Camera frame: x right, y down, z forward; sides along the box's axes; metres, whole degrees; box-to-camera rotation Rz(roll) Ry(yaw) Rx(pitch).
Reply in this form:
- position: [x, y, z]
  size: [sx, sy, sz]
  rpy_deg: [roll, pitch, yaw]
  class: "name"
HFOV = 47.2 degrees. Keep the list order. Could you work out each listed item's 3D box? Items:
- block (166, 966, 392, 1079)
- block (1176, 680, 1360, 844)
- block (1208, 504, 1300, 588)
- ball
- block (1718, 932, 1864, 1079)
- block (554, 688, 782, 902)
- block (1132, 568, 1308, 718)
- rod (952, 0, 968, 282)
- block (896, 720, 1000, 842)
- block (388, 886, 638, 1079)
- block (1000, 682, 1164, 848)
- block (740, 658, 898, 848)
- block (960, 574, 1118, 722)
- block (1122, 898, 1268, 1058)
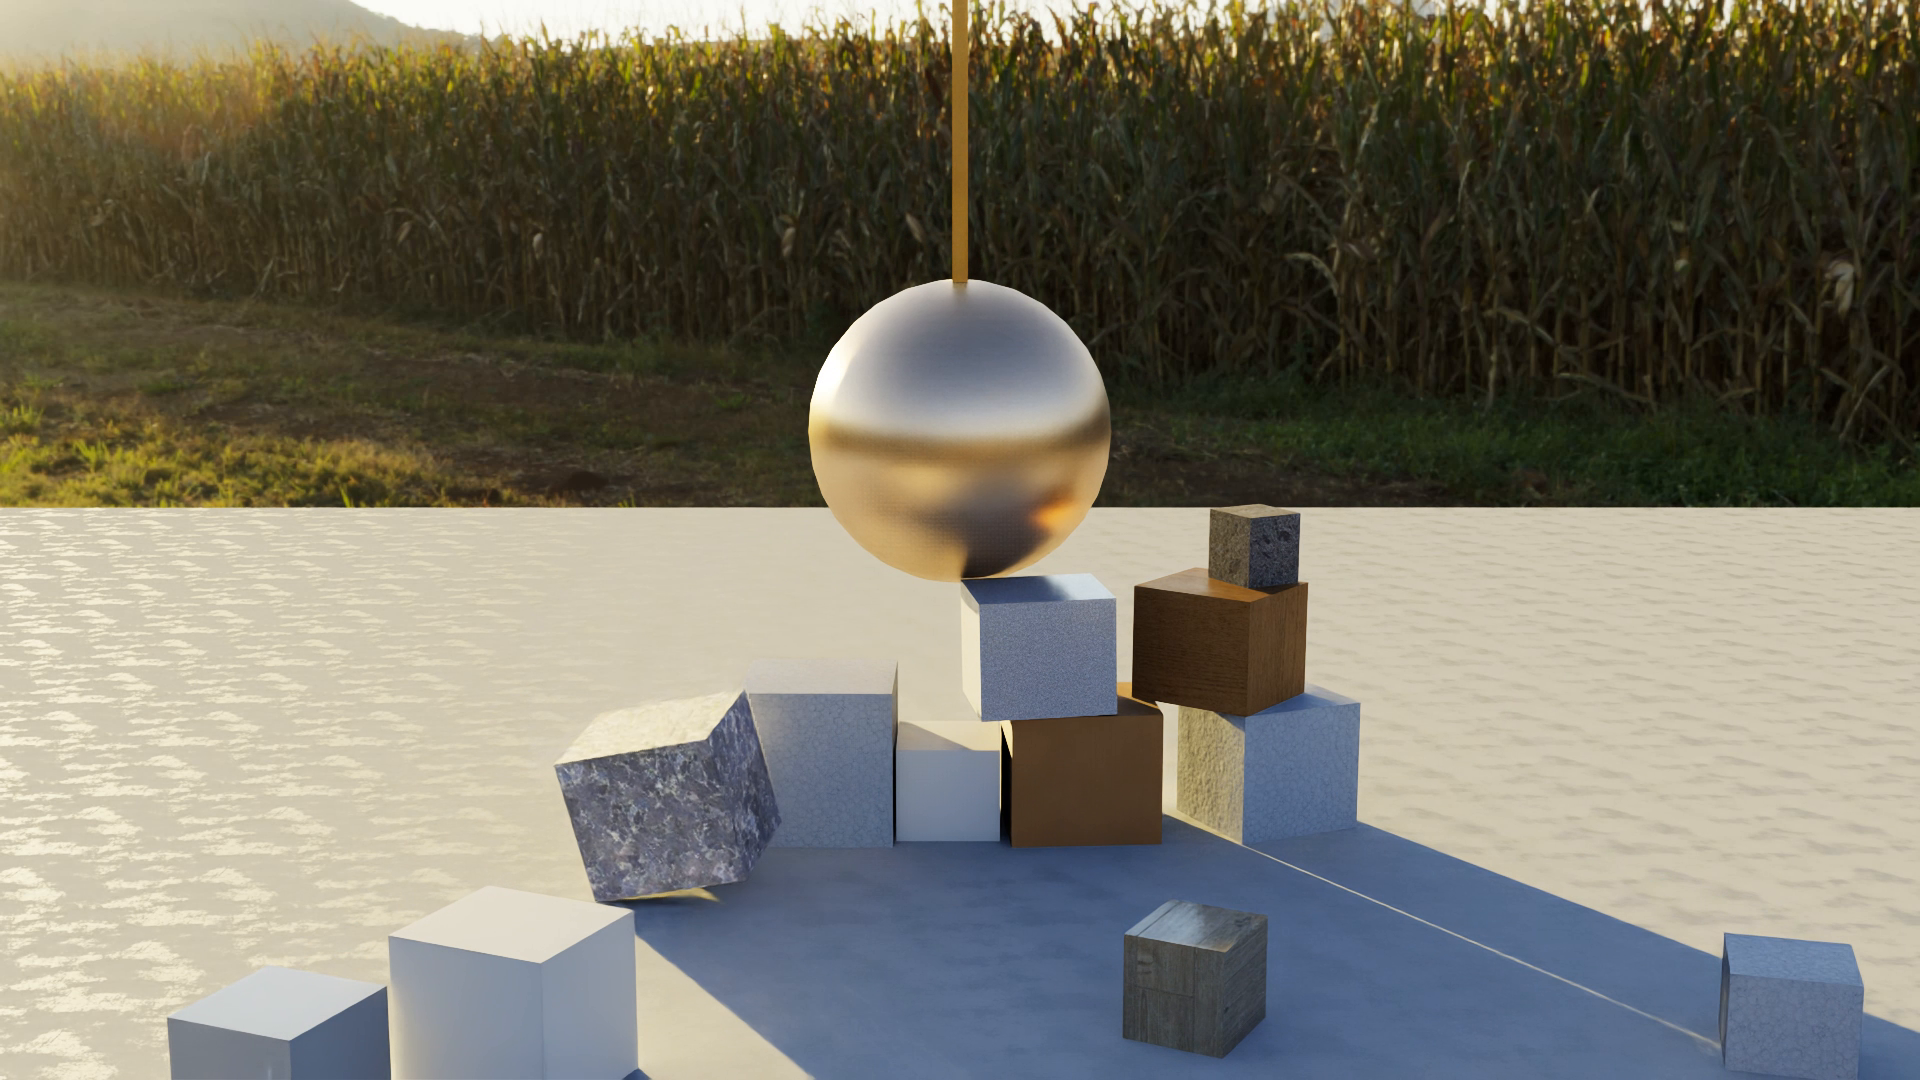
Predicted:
- position: [-2.454, 1.882, 7.964]
  size: [0.537, 0.447, 0.541]
  rpy_deg: [4, 11, 22]
  class: "block"
- position: [1.602, 1.133, 11.477]
  size: [0.693, 0.665, 0.653]
  rpy_deg: [-5, 11, -24]
  class: "block"
- position: [1.522, 0.028, 11.388]
  size: [0.327, 0.363, 0.333]
  rpy_deg: [-6, 12, -31]
  class: "block"
- position: [0.000, -0.571, 11.607]
  size: [1.600, 1.600, 1.600]
  rpy_deg: [0, 10, 0]
  class: "ball"
- position: [3.217, 1.809, 8.536]
  size: [0.473, 0.387, 0.458]
  rpy_deg: [3, 11, 16]
  class: "block"
- position: [-1.366, 1.201, 10.394]
  size: [0.751, 0.703, 0.654]
  rpy_deg: [-10, 15, 14]
  class: "block"
- position: [1.343, 0.515, 11.358]
  size: [0.668, 0.586, 0.632]
  rpy_deg: [8, 13, 35]
  class: "block"
- position: [0.000, -3.850, 10.710]
  size: [0.080, 5.200, 0.080]
  rpy_deg: [0, 15, 0]
  class: "rod"
- position: [-0.061, 1.243, 11.397]
  size: [0.525, 0.477, 0.570]
  rpy_deg: [0, 10, 0]
  class: "block"
- position: [-1.664, 1.736, 8.245]
  size: [0.672, 0.634, 0.604]
  rpy_deg: [5, 11, 24]
  class: "block"
- position: [0.616, 1.150, 11.365]
  size: [0.761, 0.672, 0.694]
  rpy_deg: [-1, 10, -4]
  class: "block"
- position: [-0.717, 1.088, 11.357]
  size: [0.766, 0.797, 0.742]
  rpy_deg: [0, 10, 1]
  class: "block"
- position: [0.394, 0.537, 11.183]
  size: [0.686, 0.593, 0.646]
  rpy_deg: [-3, 10, -8]
  class: "block"
- position: [0.941, 1.741, 8.775]
  size: [0.424, 0.434, 0.465]
  rpy_deg: [6, 12, 28]
  class: "block"
